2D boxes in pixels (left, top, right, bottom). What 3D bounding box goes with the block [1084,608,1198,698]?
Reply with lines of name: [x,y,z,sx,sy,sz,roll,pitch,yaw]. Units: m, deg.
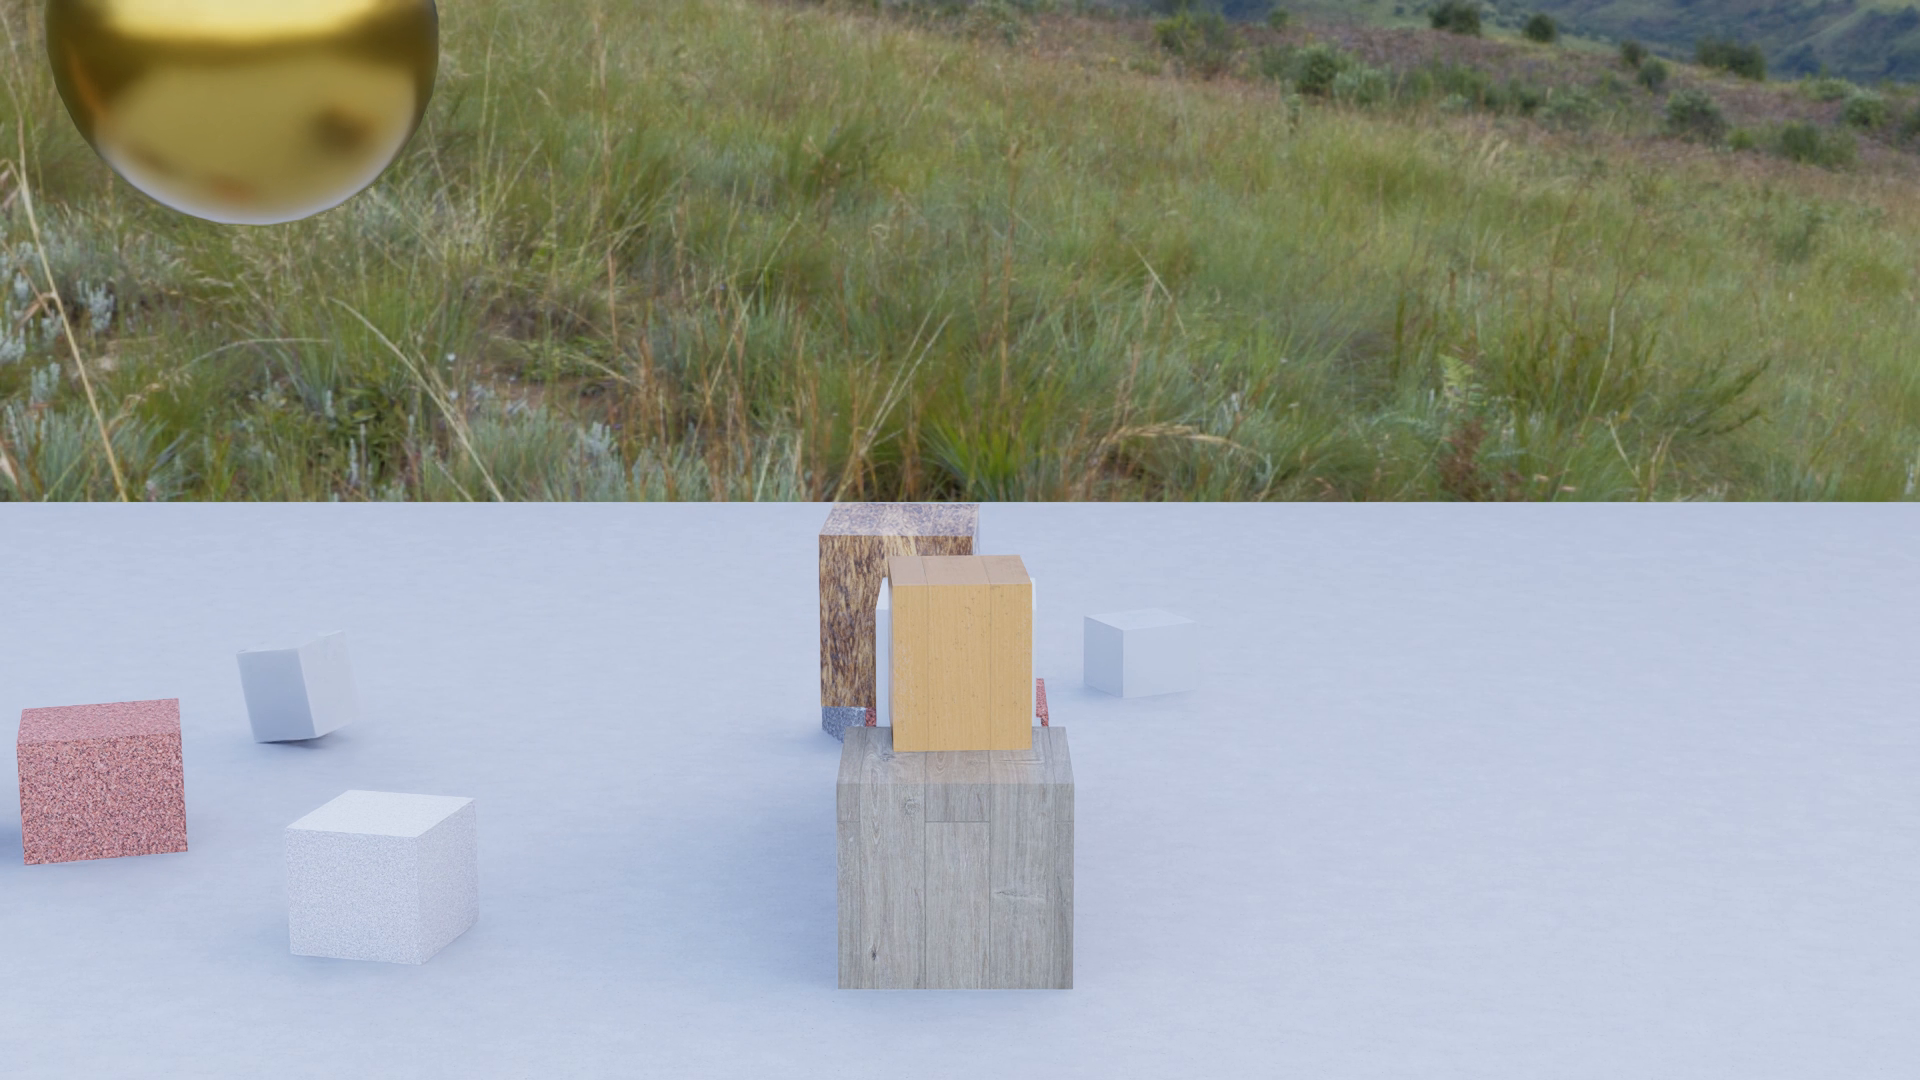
block: [1.043,0.652,14.865,0.491,0.399,0.449,-5,12,-26]

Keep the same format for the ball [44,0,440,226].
ball: [-3.004,-2.128,10.793,1.600,1.600,1.600,0,10,0]

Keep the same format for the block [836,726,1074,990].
block: [-0.017,1.261,10.321,0.912,0.826,0.872,0,10,0]

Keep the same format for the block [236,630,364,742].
block: [-3.524,0.779,13.695,0.422,0.489,0.401,-6,9,26]

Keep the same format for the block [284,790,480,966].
block: [-2.362,1.374,10.528,0.569,0.529,0.574,2,11,13]

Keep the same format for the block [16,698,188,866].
block: [-3.969,1.109,11.895,0.704,0.562,0.676,-3,11,-17]

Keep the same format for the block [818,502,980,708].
block: [-0.270,0.293,11.914,0.691,0.797,0.734,1,12,3]

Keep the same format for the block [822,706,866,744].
block: [-0.456,0.813,13.748,0.438,0.481,0.470,-4,11,-23]

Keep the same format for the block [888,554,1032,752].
block: [-0.008,0.455,10.550,0.555,0.677,0.631,-1,10,-3]

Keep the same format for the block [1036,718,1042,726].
block: [0.006,1.191,11.167,0.708,0.661,0.796,0,10,0]

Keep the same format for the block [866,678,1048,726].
block: [-0.014,1.051,11.913,0.822,0.671,0.701,0,10,0]

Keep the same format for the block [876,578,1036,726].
block: [-0.010,0.529,11.237,0.681,0.606,0.641,0,11,1]
